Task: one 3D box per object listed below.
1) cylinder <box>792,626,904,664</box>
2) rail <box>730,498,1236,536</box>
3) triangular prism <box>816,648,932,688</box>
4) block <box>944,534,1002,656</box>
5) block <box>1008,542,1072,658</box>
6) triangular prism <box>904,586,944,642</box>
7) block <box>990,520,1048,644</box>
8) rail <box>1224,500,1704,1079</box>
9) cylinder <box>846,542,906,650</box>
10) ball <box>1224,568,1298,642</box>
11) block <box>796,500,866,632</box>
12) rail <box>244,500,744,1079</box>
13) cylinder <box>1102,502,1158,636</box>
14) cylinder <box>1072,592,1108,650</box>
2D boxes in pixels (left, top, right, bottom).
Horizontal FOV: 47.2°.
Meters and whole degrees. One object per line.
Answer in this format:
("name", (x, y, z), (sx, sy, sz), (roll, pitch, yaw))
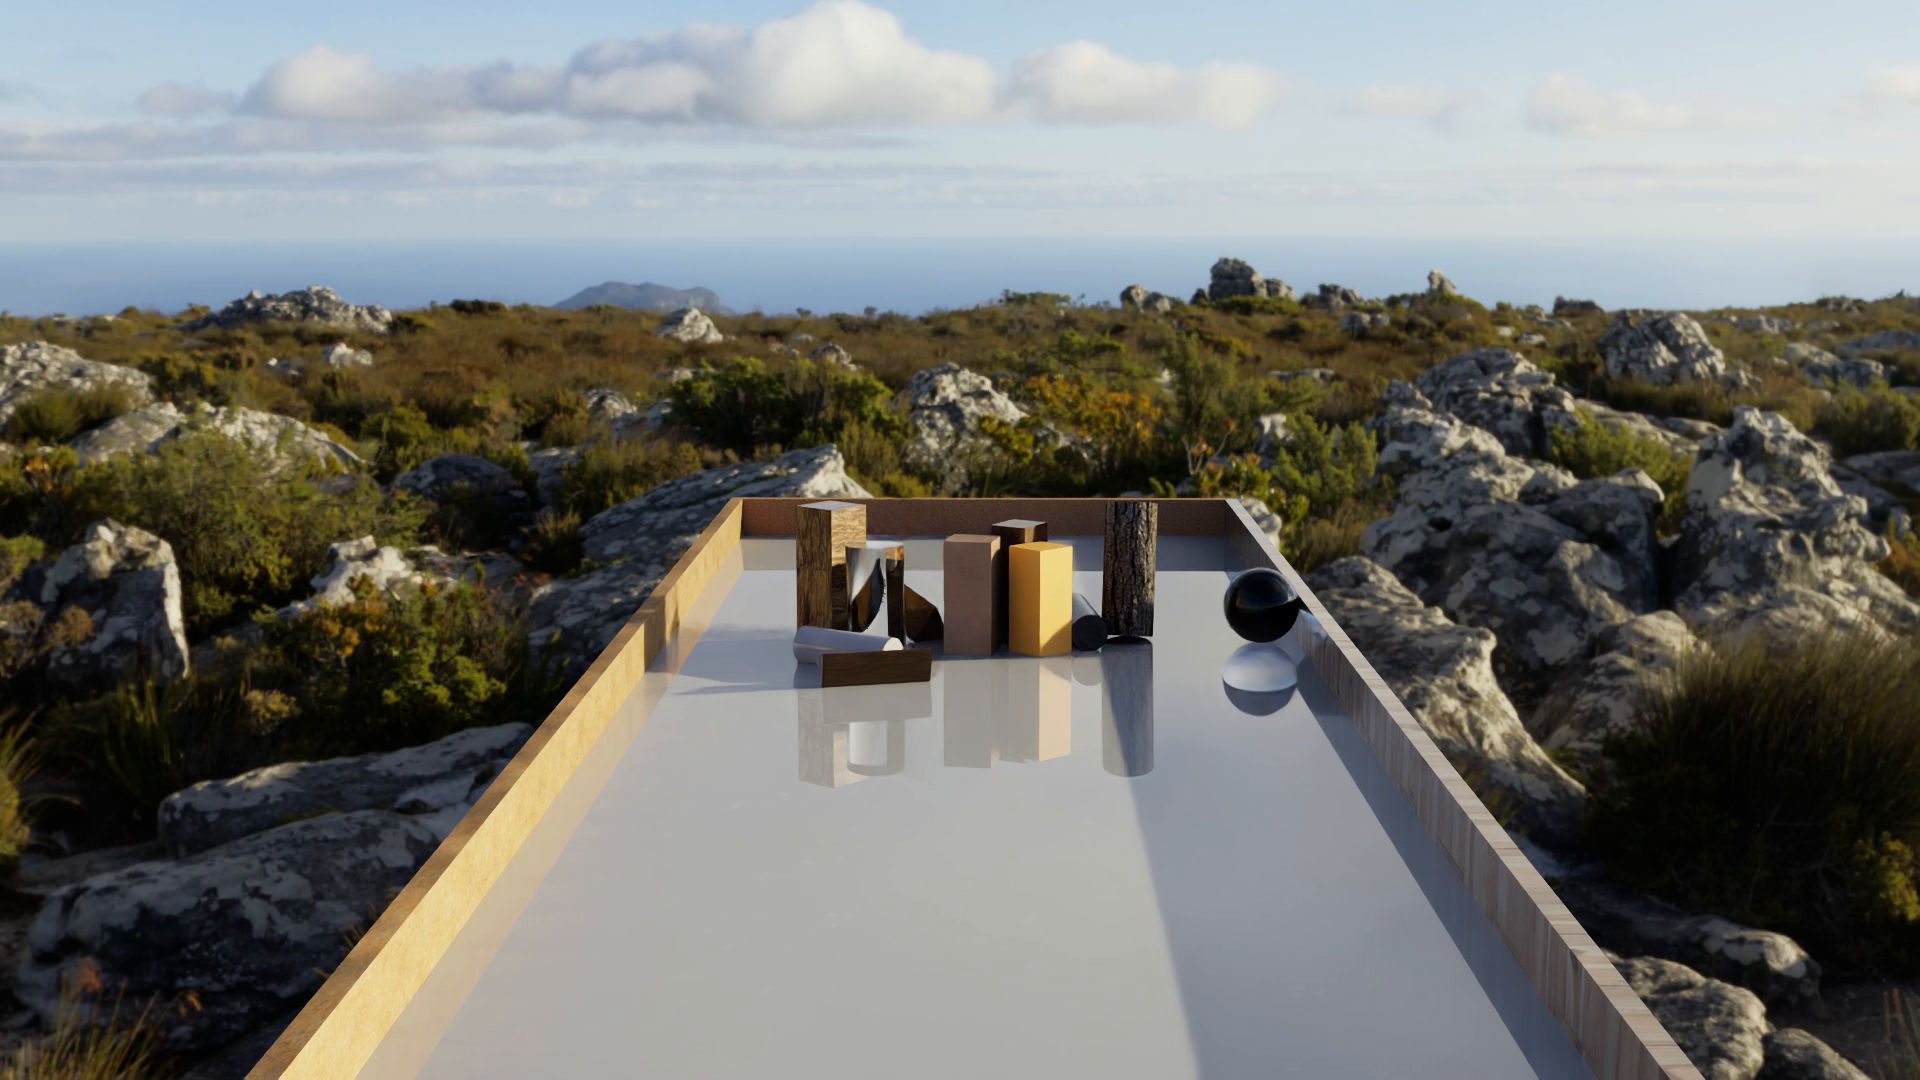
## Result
("cylinder", (-0.336, 0.329, 6.577), (0.330, 0.111, 0.111), (6, 11, 34))
("rail", (0.099, -0.098, 9.147), (2.100, 0.150, 0.050), (0, 9, 1))
("triangular prism", (-0.244, 0.349, 6.365), (0.322, 0.090, 0.104), (-2, 53, -15))
("block", (0.039, 0.170, 6.810), (0.149, 0.353, 0.149), (2, 9, 12))
("block", (0.249, 0.181, 6.812), (0.138, 0.329, 0.138), (-8, 12, -42))
("triangular prism", (-0.209, 0.182, 7.145), (0.128, 0.111, 0.458), (-6, 25, -34))
("block", (0.189, 0.134, 6.949), (0.128, 0.377, 0.128), (6, 12, 35))
("rail", (1.046, 0.843, 3.208), (0.050, 0.150, 12.000), (0, 9, 1))
("cylinder", (-0.257, 0.185, 6.712), (0.179, 0.345, 0.179), (-1, 7, 0))
("ball", (0.952, 0.206, 6.951), (0.236, 0.236, 0.236), (0, 9, 0))
("block", (-0.404, 0.109, 6.908), (0.155, 0.441, 0.155), (8, 12, 40))
("rail", (-1.004, 0.839, 3.234), (0.050, 0.150, 12.000), (0, 9, 1))
("cylinder", (0.539, 0.093, 6.995), (0.165, 0.422, 0.165), (2, -2, 0))
("cylinder", (0.386, 0.258, 7.022), (0.112, 0.112, 0.402), (-1, 9, -5))
